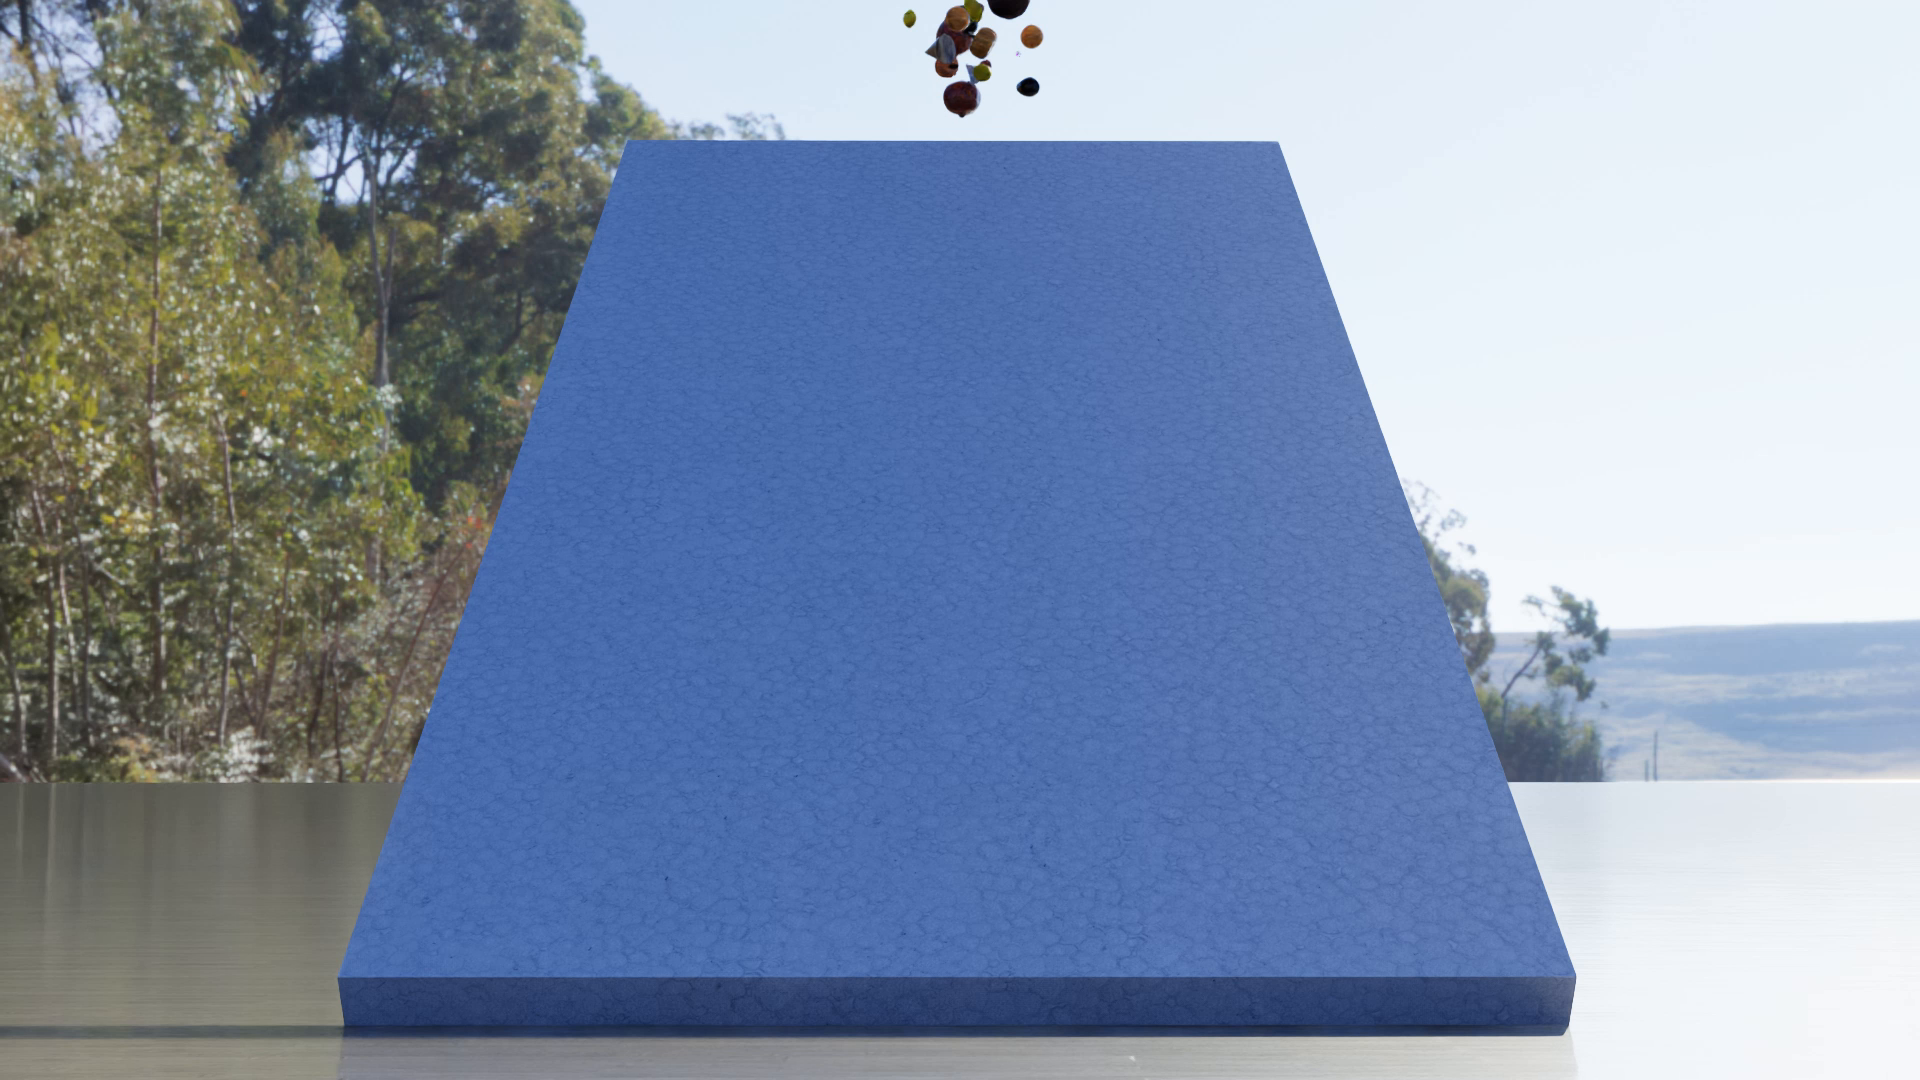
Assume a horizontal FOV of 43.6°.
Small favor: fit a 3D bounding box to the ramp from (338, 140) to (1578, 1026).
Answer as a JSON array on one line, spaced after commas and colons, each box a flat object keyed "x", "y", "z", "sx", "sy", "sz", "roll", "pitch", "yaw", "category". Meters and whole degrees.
[{"x": -0.012, "y": -0.218, "z": 5.645, "sx": 2.000, "sy": 0.100, "sz": 4.000, "roll": 0, "pitch": 29, "yaw": 0, "category": "ramp"}]

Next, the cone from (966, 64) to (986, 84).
[{"x": 0.036, "y": -1.421, "z": 7.254, "sx": 0.062, "sy": 0.062, "sz": 0.062, "roll": -35, "pitch": -24, "yaw": -18, "category": "cone"}]

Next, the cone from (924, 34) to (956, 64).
[{"x": -0.072, "y": -1.404, "z": 6.884, "sx": 0.085, "sy": 0.085, "sz": 0.085, "roll": 0, "pitch": -4, "yaw": 41, "category": "cone"}]
